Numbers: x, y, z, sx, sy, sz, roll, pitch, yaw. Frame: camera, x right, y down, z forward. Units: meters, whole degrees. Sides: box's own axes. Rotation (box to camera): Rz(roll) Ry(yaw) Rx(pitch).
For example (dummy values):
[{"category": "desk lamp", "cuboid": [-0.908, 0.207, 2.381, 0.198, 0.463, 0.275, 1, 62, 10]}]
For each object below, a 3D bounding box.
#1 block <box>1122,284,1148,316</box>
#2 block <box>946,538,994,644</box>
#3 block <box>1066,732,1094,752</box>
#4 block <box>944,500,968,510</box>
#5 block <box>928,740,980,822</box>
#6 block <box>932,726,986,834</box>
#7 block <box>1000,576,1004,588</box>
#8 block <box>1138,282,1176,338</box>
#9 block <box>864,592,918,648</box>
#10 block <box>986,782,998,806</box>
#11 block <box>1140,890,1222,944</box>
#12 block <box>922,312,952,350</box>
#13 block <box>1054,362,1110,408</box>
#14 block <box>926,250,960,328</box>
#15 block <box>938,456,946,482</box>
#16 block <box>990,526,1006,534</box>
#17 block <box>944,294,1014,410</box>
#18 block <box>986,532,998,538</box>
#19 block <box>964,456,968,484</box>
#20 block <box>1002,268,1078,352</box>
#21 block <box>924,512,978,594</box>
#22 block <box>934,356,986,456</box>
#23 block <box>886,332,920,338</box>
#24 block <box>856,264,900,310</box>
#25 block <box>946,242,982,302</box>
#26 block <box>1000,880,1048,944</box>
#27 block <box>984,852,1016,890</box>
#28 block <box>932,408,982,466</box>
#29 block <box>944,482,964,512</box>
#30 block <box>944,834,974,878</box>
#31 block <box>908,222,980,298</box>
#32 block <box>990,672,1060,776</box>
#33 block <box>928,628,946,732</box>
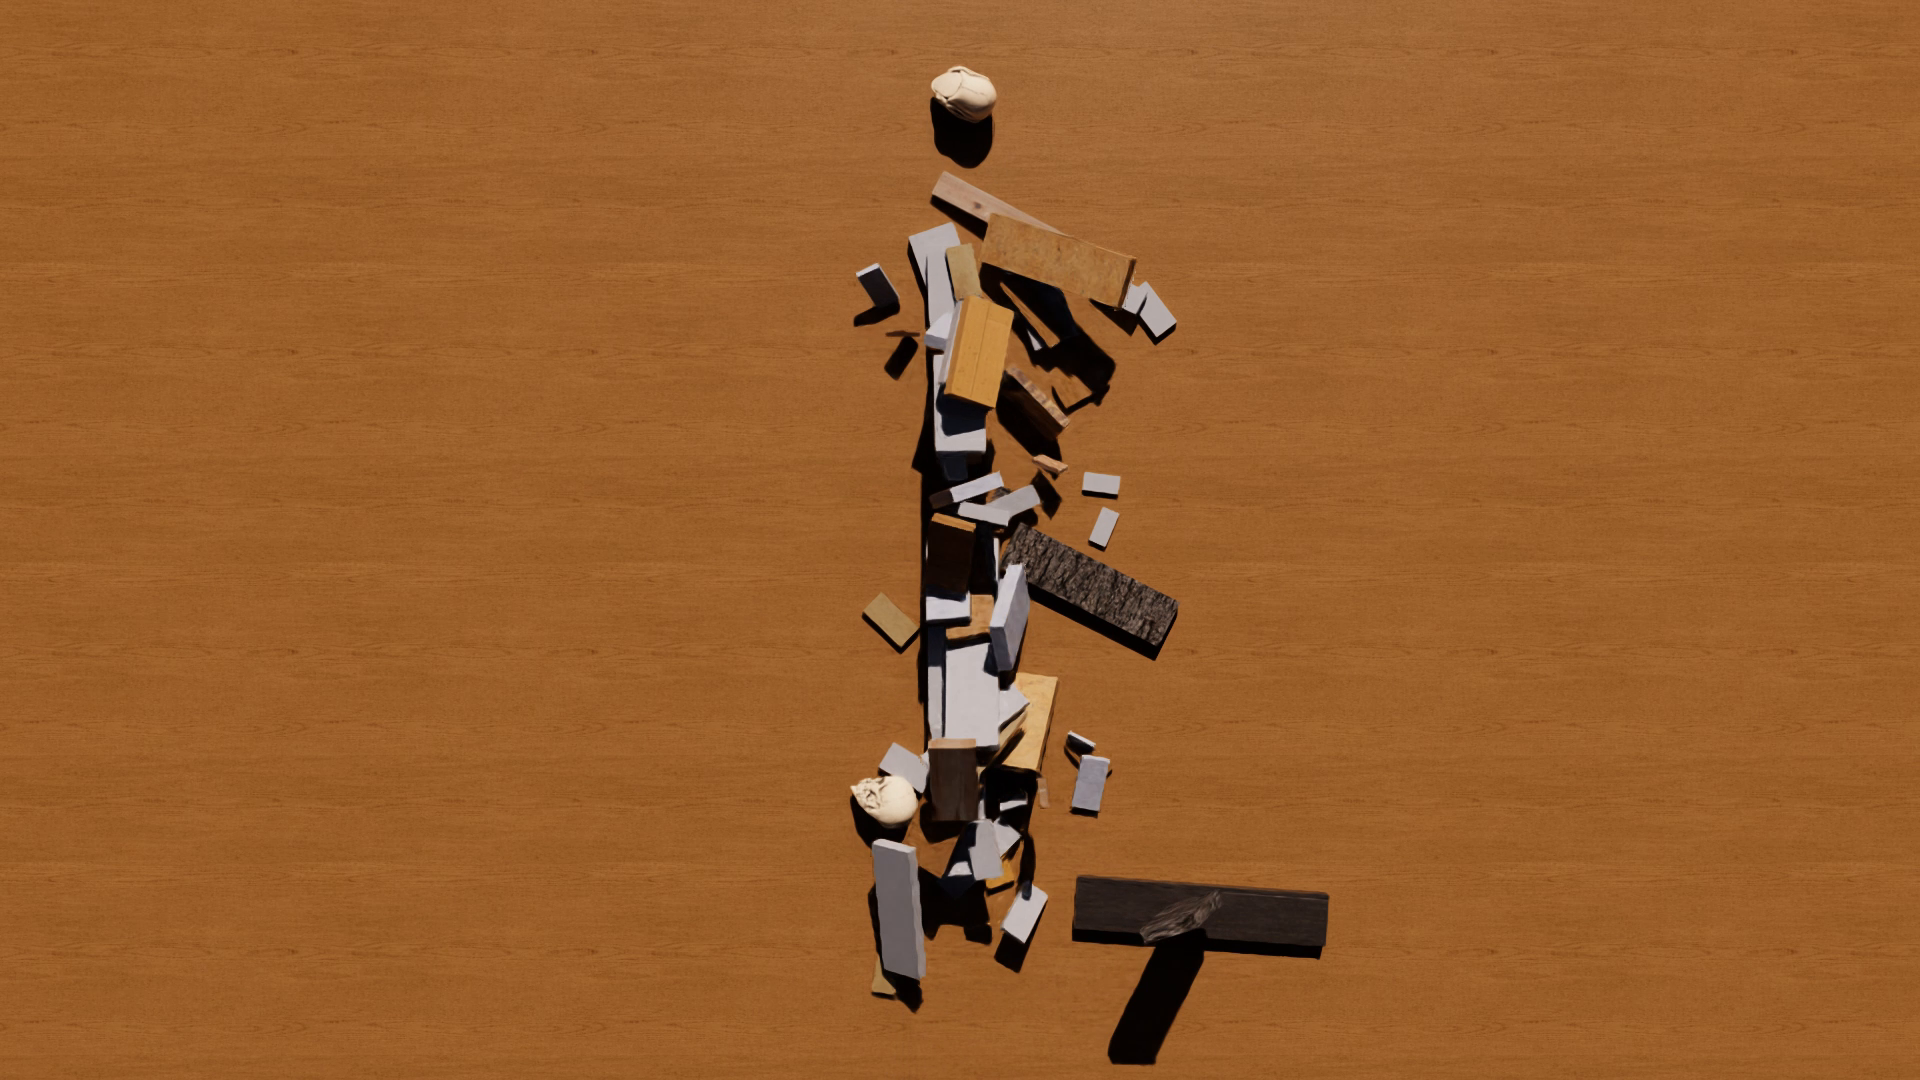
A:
[{"category": "block", "cuboid": [0.527, -0.819, 5.469, 0.170, 0.024, 0.085, 28, 90, 13]}, {"category": "block", "cuboid": [0.019, 0.164, 5.337, 0.166, 0.047, 0.332, -11, 64, 2]}, {"category": "block", "cuboid": [0.399, 0.666, 5.451, 0.094, 0.047, 0.013, 25, 61, 11]}, {"category": "block", "cuboid": [0.021, -0.085, 5.444, 0.140, 0.020, 0.070, 42, 91, -14]}, {"category": "block", "cuboid": [-0.018, 0.749, 5.137, 0.146, 0.041, 0.292, -1, 122, 2]}, {"category": "block", "cuboid": [-0.004, 0.774, 5.331, 0.170, 0.048, 0.340, 1, 94, 9]}, {"category": "block", "cuboid": [0.112, 0.141, 5.492, 0.120, 0.017, 0.060, 15, 90, 0]}, {"category": "block", "cuboid": [0.636, -0.767, 5.488, 0.085, 0.024, 0.170, -37, 90, 0]}, {"category": "block", "cuboid": [-0.229, 0.264, 5.488, 0.176, 0.025, 0.088, 44, 90, 0]}, {"category": "block", "cuboid": [0.051, 0.874, 5.489, 0.077, 0.022, 0.154, 33, 90, 0]}, {"category": "block", "cuboid": [0.697, 1.184, 5.183, 0.171, 0.341, 0.048, -23, 82, 22]}, {"category": "block", "cuboid": [-0.017, -0.660, 5.274, 0.135, 0.269, 0.038, 16, 115, 8]}, {"category": "block", "cuboid": [0.405, -0.514, 5.488, 0.170, 0.024, 0.085, -30, 90, 0]}, {"category": "block", "cuboid": [-0.026, -0.795, 5.434, 0.155, 0.044, 0.310, -2, 90, 1]}, {"category": "block", "cuboid": [-0.030, -0.251, 5.381, 0.069, 0.139, 0.020, -15, 45, -5]}, {"category": "block", "cuboid": [0.128, -0.079, 5.455, 0.053, 0.015, 0.106, 9, 99, -8]}, {"category": "block", "cuboid": [0.060, -0.577, 5.084, 0.160, 0.045, 0.319, 17, 77, -27]}, {"category": "block", "cuboid": [0.098, -0.023, 5.492, 0.054, 0.015, 0.108, 22, 90, 1]}, {"category": "block", "cuboid": [-0.010, -0.209, 5.456, 0.070, 0.020, 0.140, -3, 120, 0]}, {"category": "block", "cuboid": [0.265, -0.799, 5.478, 0.155, 0.044, 0.311, -21, 90, 0]}, {"category": "block", "cuboid": [-0.030, 0.043, 5.170, 0.138, 0.039, 0.275, 16, 135, 9]}, {"category": "block", "cuboid": [-0.002, -0.423, 5.155, 0.156, 0.044, 0.312, -1, 78, 0]}, {"category": "block", "cuboid": [-0.187, -0.678, 5.439, 0.055, 0.110, 0.016, 3, 96, 34]}, {"category": "block", "cuboid": [-0.268, -0.834, 5.427, 0.080, 0.159, 0.023, -22, 47, 13]}, {"category": "block", "cuboid": [0.013, -0.877, 5.399, 0.087, 0.025, 0.174, -12, 89, 1]}, {"category": "block", "cuboid": [0.212, 1.226, 5.436, 0.092, 0.026, 0.184, 37, 59, -8]}, {"category": "block", "cuboid": [0.105, 1.054, 5.486, 0.096, 0.027, 0.192, -20, 90, 0]}, {"category": "block", "cuboid": [-0.007, -0.336, 5.349, 0.156, 0.312, 0.044, -3, 65, 0]}, {"category": "block", "cuboid": [-0.017, -0.126, 5.466, 0.070, 0.020, 0.140, -2, 110, 0]}, {"category": "block", "cuboid": [0.003, 0.975, 5.378, 0.121, 0.034, 0.241, -4, 69, 10]}, {"category": "block", "cuboid": [-0.046, -0.882, 5.478, 0.155, 0.044, 0.311, -19, 90, 0]}, {"category": "block", "cuboid": [0.207, 0.595, 5.381, 0.165, 0.047, 0.329, 7, 61, 16]}, {"category": "block", "cuboid": [-0.016, 0.455, 5.390, 0.170, 0.048, 0.340, -2, 84, 9]}]
